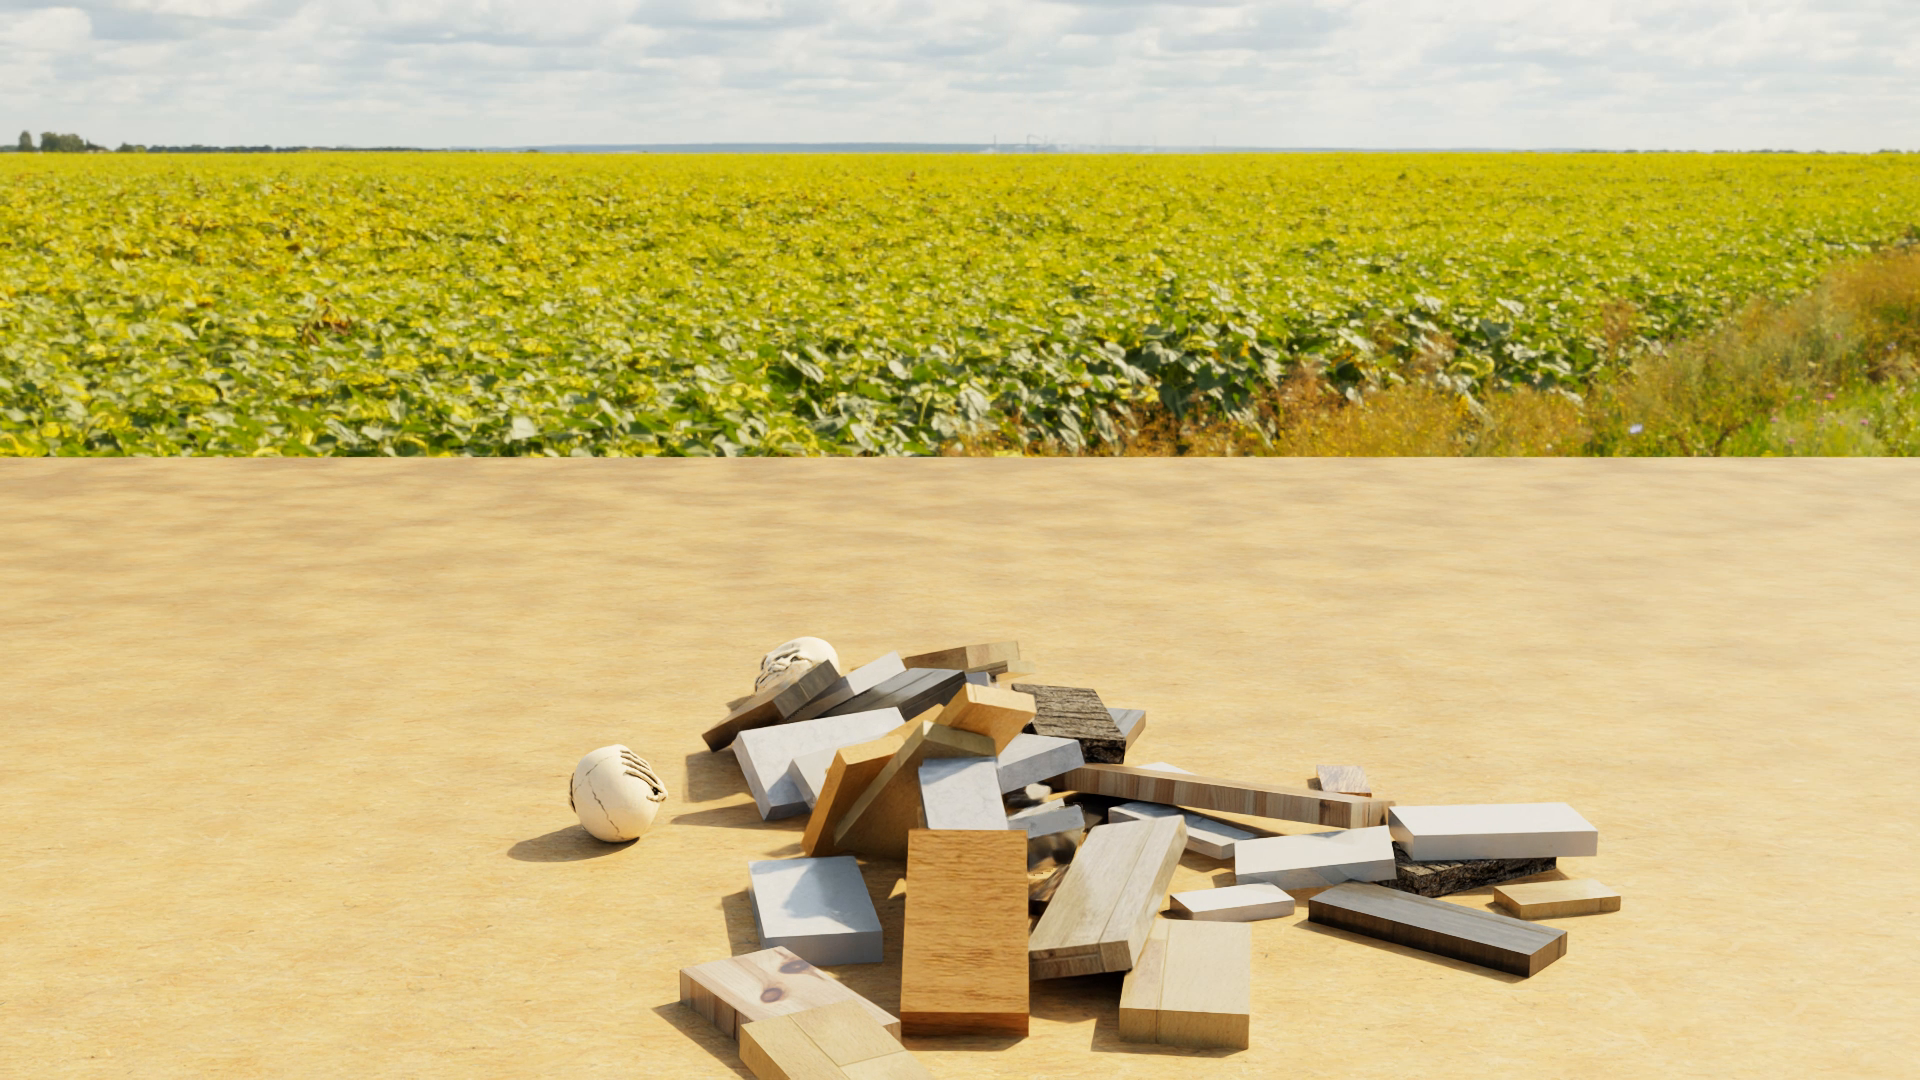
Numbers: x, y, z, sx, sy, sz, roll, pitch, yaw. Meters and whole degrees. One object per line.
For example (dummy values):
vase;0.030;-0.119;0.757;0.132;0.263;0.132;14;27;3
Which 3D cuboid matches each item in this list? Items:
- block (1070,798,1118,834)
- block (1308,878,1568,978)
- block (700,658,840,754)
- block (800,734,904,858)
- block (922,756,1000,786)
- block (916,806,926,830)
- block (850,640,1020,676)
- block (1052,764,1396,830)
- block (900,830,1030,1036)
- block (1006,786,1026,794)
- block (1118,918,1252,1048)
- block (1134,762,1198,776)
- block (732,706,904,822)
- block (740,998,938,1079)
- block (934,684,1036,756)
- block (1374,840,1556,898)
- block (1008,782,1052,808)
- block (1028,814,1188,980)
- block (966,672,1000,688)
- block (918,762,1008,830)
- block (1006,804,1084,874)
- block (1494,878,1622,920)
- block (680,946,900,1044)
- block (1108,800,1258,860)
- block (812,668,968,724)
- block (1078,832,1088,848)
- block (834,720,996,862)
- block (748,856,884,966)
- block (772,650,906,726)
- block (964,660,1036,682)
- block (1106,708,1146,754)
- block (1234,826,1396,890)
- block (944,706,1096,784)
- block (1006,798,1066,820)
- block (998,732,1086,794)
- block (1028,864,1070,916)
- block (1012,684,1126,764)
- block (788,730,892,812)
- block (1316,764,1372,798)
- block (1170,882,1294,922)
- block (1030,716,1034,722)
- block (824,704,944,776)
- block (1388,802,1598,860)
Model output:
block;0.227;0.511;4.030;0.080;0.023;0.160;4;11;22
block;0.749;0.609;3.467;0.382;0.037;0.131;9;14;39
block;-0.382;0.335;4.416;0.159;0.045;0.318;-36;4;-37
block;-0.183;0.446;3.803;0.127;0.254;0.036;-11;49;-34
block;0.000;0.471;3.637;0.123;0.247;0.035;-1;29;-3
block;-0.003;0.533;3.455;0.123;0.035;0.247;0;52;-3
block;-0.056;0.278;4.891;0.351;0.050;0.175;-13;-7;41
block;0.470;0.463;4.009;0.634;0.045;0.159;3;-2;39
block;0.010;0.569;3.218;0.180;0.051;0.359;0;37;1
block;0.070;0.470;4.158;0.058;0.017;0.117;7;-8;-29
block;0.335;0.646;3.230;0.180;0.051;0.359;1;11;8
block;0.411;0.469;4.251;0.090;0.025;0.180;-7;12;-32
block;-0.242;0.422;4.169;0.341;0.048;0.171;-6;53;-31
block;-0.129;0.702;2.801;0.170;0.048;0.339;-6;21;-31
block;-0.011;0.356;3.688;0.127;0.337;0.036;12;48;-27
block;0.851;0.548;3.774;0.318;0.045;0.159;-6;12;-31
block;0.135;0.485;4.187;0.059;0.017;0.117;3;11;14
block;0.241;0.558;3.491;0.159;0.045;0.607;-9;8;15
block;0.009;0.323;4.707;0.130;0.037;0.261;-8;-11;6
block;0.010;0.448;3.456;0.123;0.035;0.247;-4;36;-7
block;0.129;0.502;3.634;0.127;0.036;0.254;-12;-21;-7
block;0.979;0.588;3.608;0.180;0.025;0.090;-3;11;-14
block;-0.245;0.667;3.120;0.170;0.048;0.339;-7;13;-33
block;0.395;0.515;3.923;0.090;0.026;0.280;-9;14;-39
block;-0.200;0.364;4.393;0.435;0.050;0.175;-25;14;-35
block;0.136;0.535;3.859;0.160;0.023;0.080;-6;1;-27
block;-0.079;0.426;3.699;0.132;0.347;0.037;17;46;-22
block;-0.236;0.592;3.521;0.180;0.051;0.359;-2;11;-9
block;-0.270;0.324;4.490;0.318;0.045;0.159;-30;-4;42
block;0.060;0.289;4.728;0.187;0.027;0.094;-16;-14;39
block;0.302;0.400;4.592;0.127;0.036;0.254;3;11;15
block;0.596;0.538;3.701;0.261;0.037;0.130;-7;16;8
block;0.129;0.402;4.456;0.127;0.036;0.468;0;14;-29
block;0.111;0.504;3.989;0.080;0.023;0.160;-21;-6;41
block;0.086;0.420;4.175;0.171;0.048;0.341;-17;4;-21
block;0.184;0.583;3.639;0.090;0.026;0.181;4;11;20
block;0.214;0.369;4.449;0.175;0.050;0.351;5;12;-8
block;-0.177;0.440;4.118;0.264;0.037;0.132;-13;56;-36
block;0.738;0.472;4.236;0.090;0.026;0.180;1;11;4
block;0.443;0.593;3.582;0.181;0.026;0.090;-4;11;-19
block;-0.044;0.385;4.353;0.341;0.048;0.171;-15;2;29
block;-0.122;0.417;4.014;0.264;0.132;0.037;-28;39;-29
block;0.913;0.500;3.781;0.318;0.045;0.159;-1;11;-4
